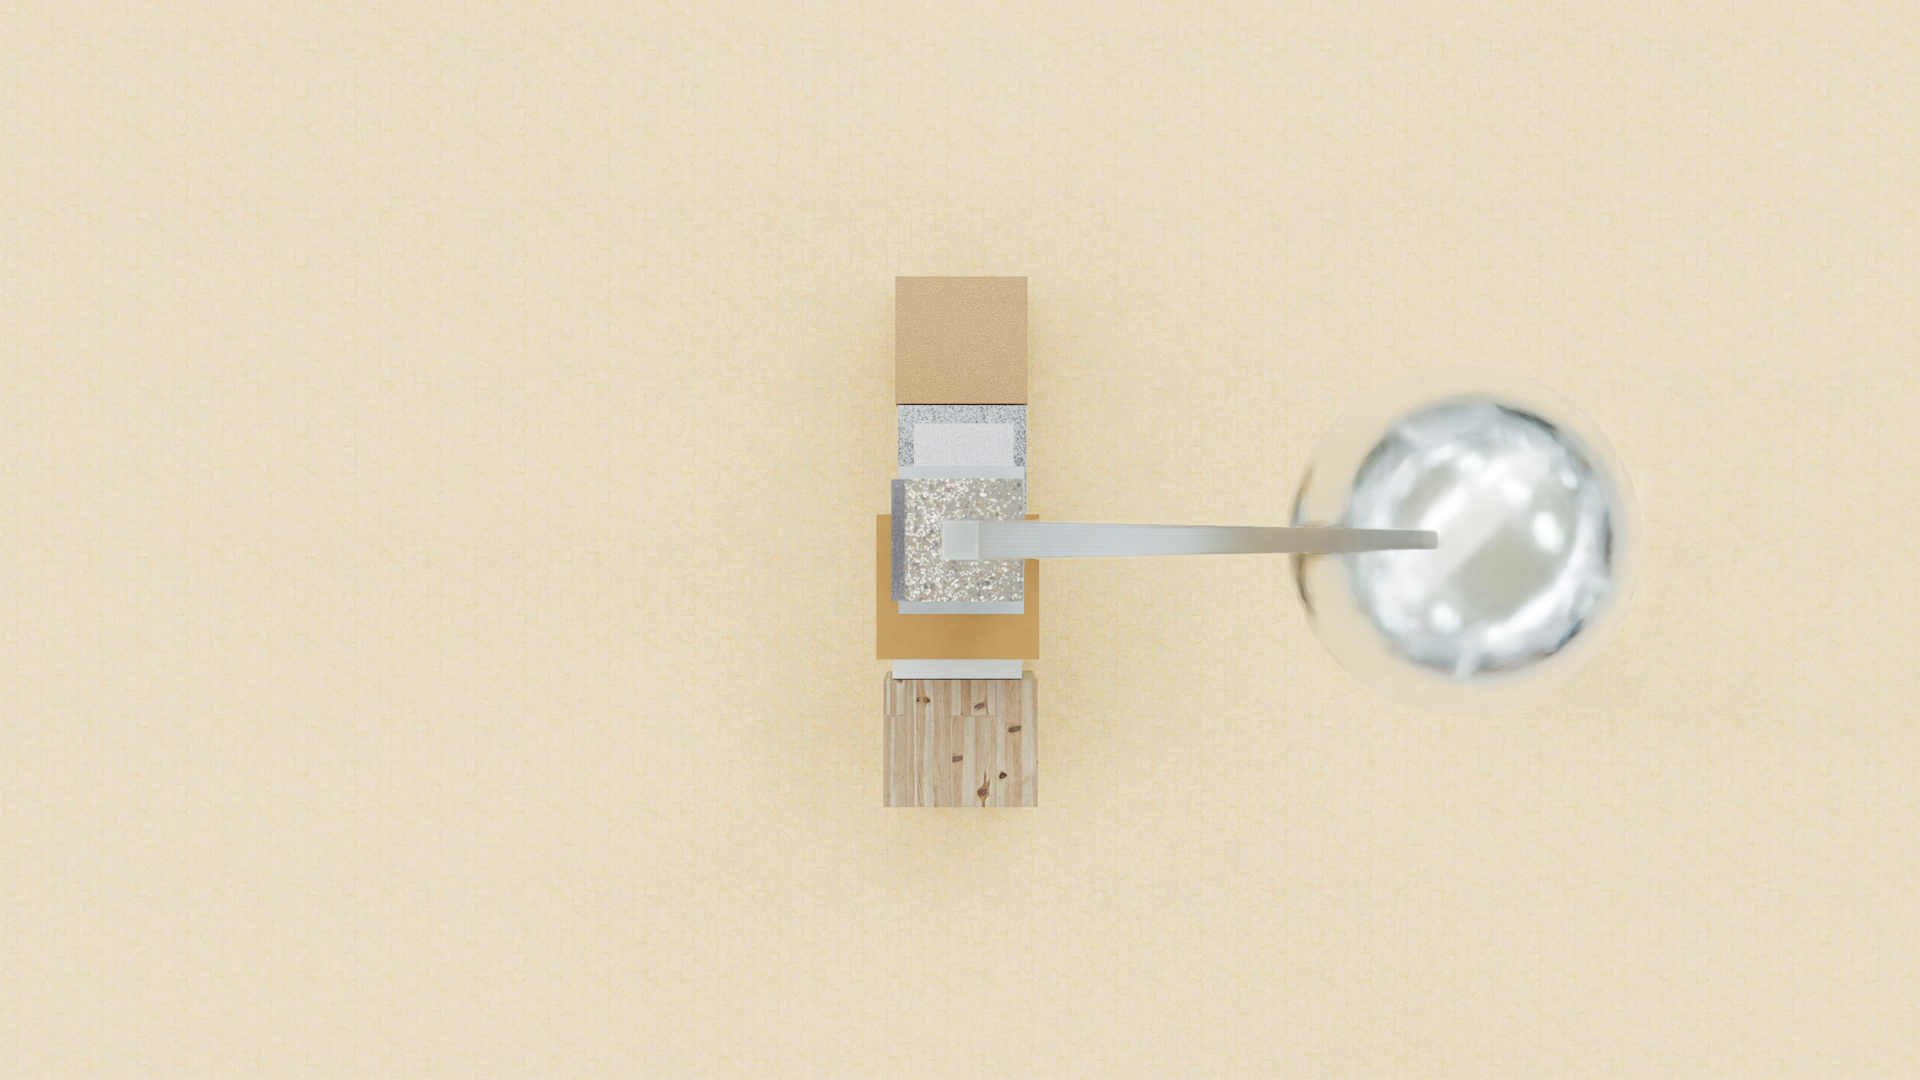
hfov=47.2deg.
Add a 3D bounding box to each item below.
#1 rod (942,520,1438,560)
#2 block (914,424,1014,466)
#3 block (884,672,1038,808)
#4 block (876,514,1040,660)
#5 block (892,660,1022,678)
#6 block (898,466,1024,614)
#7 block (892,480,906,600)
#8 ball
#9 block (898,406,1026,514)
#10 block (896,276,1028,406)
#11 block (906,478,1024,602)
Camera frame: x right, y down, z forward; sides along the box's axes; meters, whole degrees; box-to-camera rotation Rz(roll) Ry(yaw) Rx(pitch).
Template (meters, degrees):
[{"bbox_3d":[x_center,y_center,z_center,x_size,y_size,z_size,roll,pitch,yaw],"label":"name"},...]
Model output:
[{"bbox_3d":[0.994,0.000,6.931,0.080,5.200,0.080,0,90,22],"label":"rod"},{"bbox_3d":[0.020,-0.384,12.069,0.534,0.562,0.480,0,90,0],"label":"block"},{"bbox_3d":[0.003,1.128,12.595,0.856,0.810,0.707,0,90,0],"label":"block"},{"bbox_3d":[-0.012,0.245,11.820,0.851,0.668,0.758,0,90,0],"label":"block"},{"bbox_3d":[-0.016,0.364,12.577,0.714,0.847,0.801,0,90,0],"label":"block"},{"bbox_3d":[0.005,0.000,10.038,0.556,0.597,0.653,0,90,0],"label":"block"},{"bbox_3d":[-0.019,0.000,9.519,0.544,0.440,0.515,0,90,0],"label":"block"},{"bbox_3d":[2.295,0.000,10.072,1.600,1.600,1.600,0,90,0],"label":"ball"},{"bbox_3d":[0.012,-0.402,12.675,0.721,0.650,0.711,0,90,0],"label":"block"},{"bbox_3d":[0.009,-1.124,12.678,0.744,0.644,0.714,0,90,0],"label":"block"},{"bbox_3d":[0.016,0.000,9.090,0.476,0.418,0.497,0,90,0],"label":"block"}]
